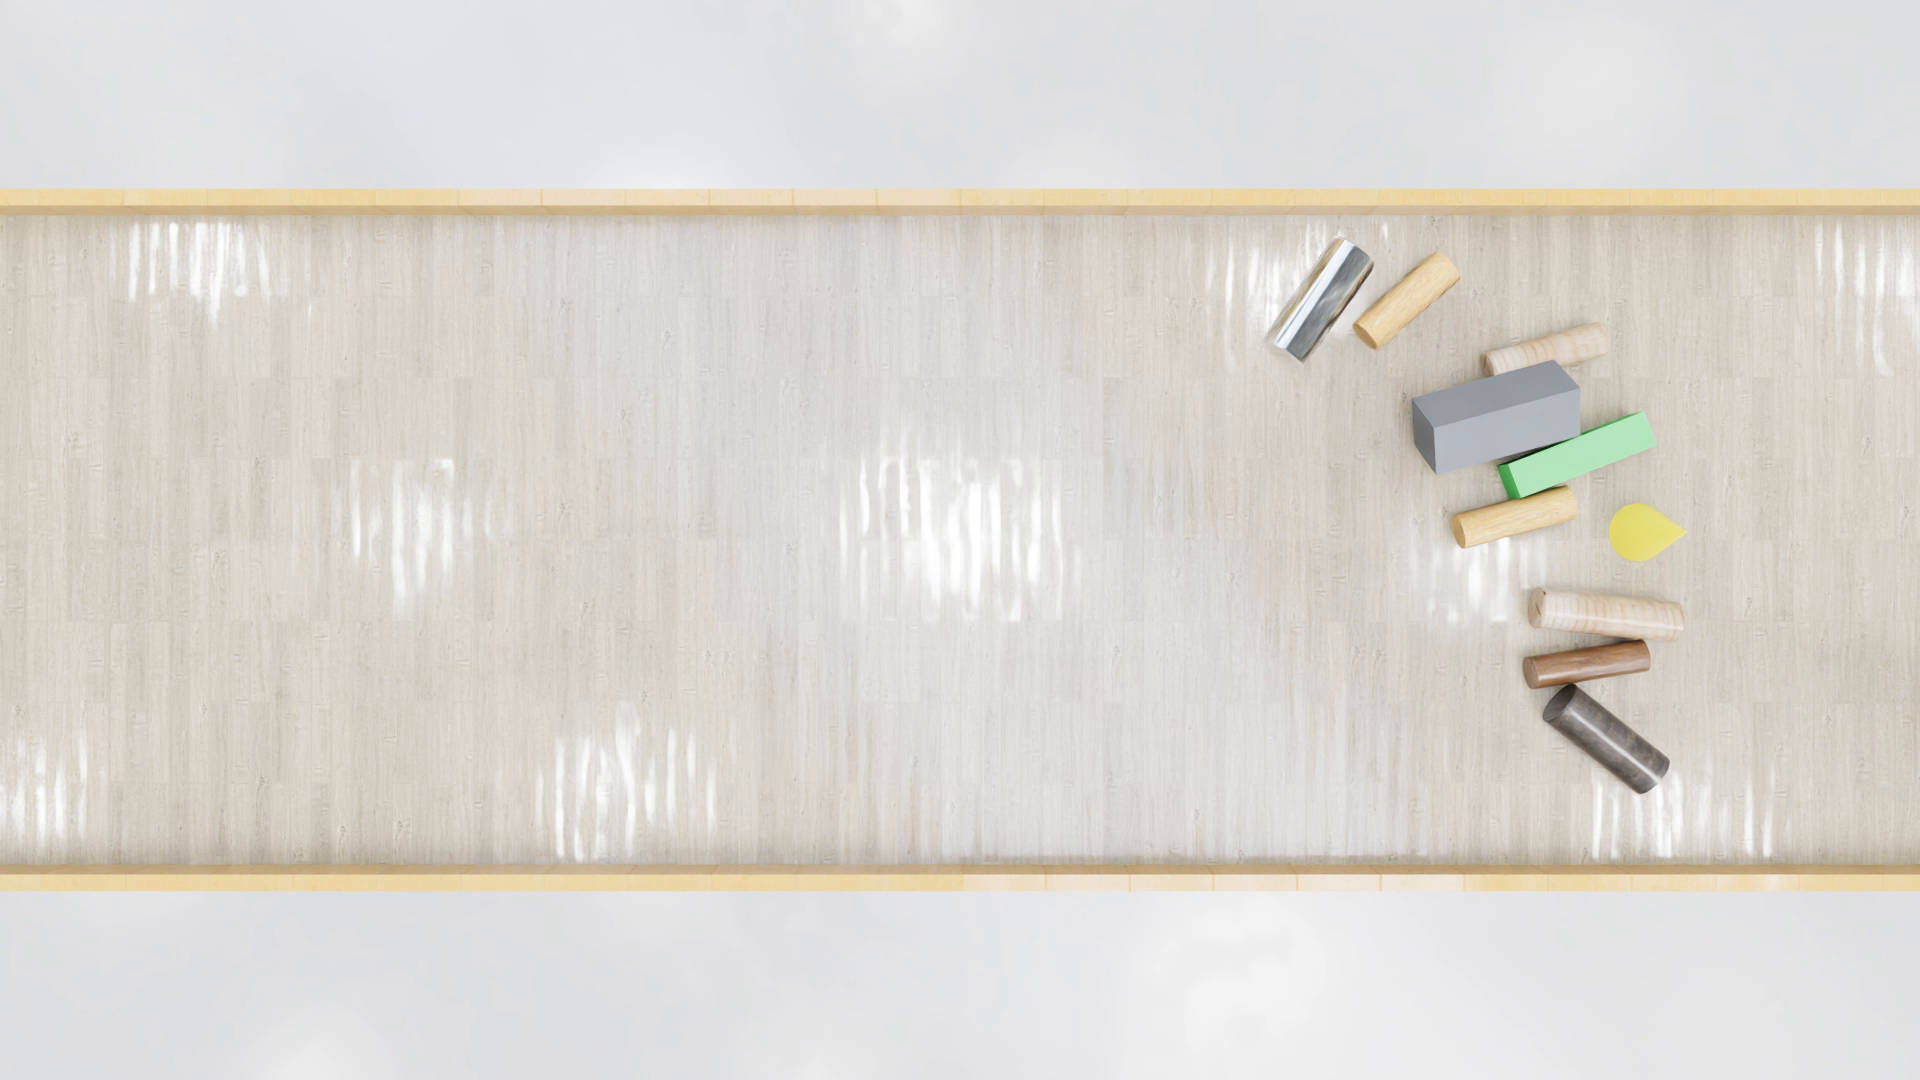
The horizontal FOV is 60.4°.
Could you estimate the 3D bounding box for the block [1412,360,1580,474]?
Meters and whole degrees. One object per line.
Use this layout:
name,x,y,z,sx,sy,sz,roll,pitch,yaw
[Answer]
block,1.609,-0.370,4.956,0.446,0.173,0.173,-15,126,0

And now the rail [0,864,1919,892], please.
rail,-2.247,1.025,5.001,12.000,0.150,0.050,0,90,0

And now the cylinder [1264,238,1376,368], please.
cylinder,1.089,-0.716,5.003,0.147,0.147,0.376,35,90,0

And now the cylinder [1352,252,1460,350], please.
cylinder,1.359,-0.726,5.021,0.329,0.111,0.111,-41,90,0

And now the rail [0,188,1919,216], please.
rail,-2.247,-1.025,5.002,12.000,0.150,0.050,0,90,0

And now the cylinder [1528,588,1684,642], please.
cylinder,1.962,0.228,5.014,0.425,0.125,0.125,6,90,0

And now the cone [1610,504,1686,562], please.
cone,2.087,-0.023,4.903,0.180,0.347,0.180,0,90,0

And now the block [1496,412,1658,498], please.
block,1.876,-0.257,5.022,0.440,0.109,0.109,-21,90,0

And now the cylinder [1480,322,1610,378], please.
cylinder,1.780,-0.566,5.023,0.361,0.106,0.106,-16,90,0

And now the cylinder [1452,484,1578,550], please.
cylinder,1.687,-0.070,5.023,0.350,0.108,0.108,-15,90,0

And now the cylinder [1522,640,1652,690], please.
cylinder,1.909,0.379,5.026,0.354,0.101,0.101,-9,90,0

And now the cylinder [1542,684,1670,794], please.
cylinder,1.959,0.603,5.005,0.360,0.144,0.144,38,90,0
